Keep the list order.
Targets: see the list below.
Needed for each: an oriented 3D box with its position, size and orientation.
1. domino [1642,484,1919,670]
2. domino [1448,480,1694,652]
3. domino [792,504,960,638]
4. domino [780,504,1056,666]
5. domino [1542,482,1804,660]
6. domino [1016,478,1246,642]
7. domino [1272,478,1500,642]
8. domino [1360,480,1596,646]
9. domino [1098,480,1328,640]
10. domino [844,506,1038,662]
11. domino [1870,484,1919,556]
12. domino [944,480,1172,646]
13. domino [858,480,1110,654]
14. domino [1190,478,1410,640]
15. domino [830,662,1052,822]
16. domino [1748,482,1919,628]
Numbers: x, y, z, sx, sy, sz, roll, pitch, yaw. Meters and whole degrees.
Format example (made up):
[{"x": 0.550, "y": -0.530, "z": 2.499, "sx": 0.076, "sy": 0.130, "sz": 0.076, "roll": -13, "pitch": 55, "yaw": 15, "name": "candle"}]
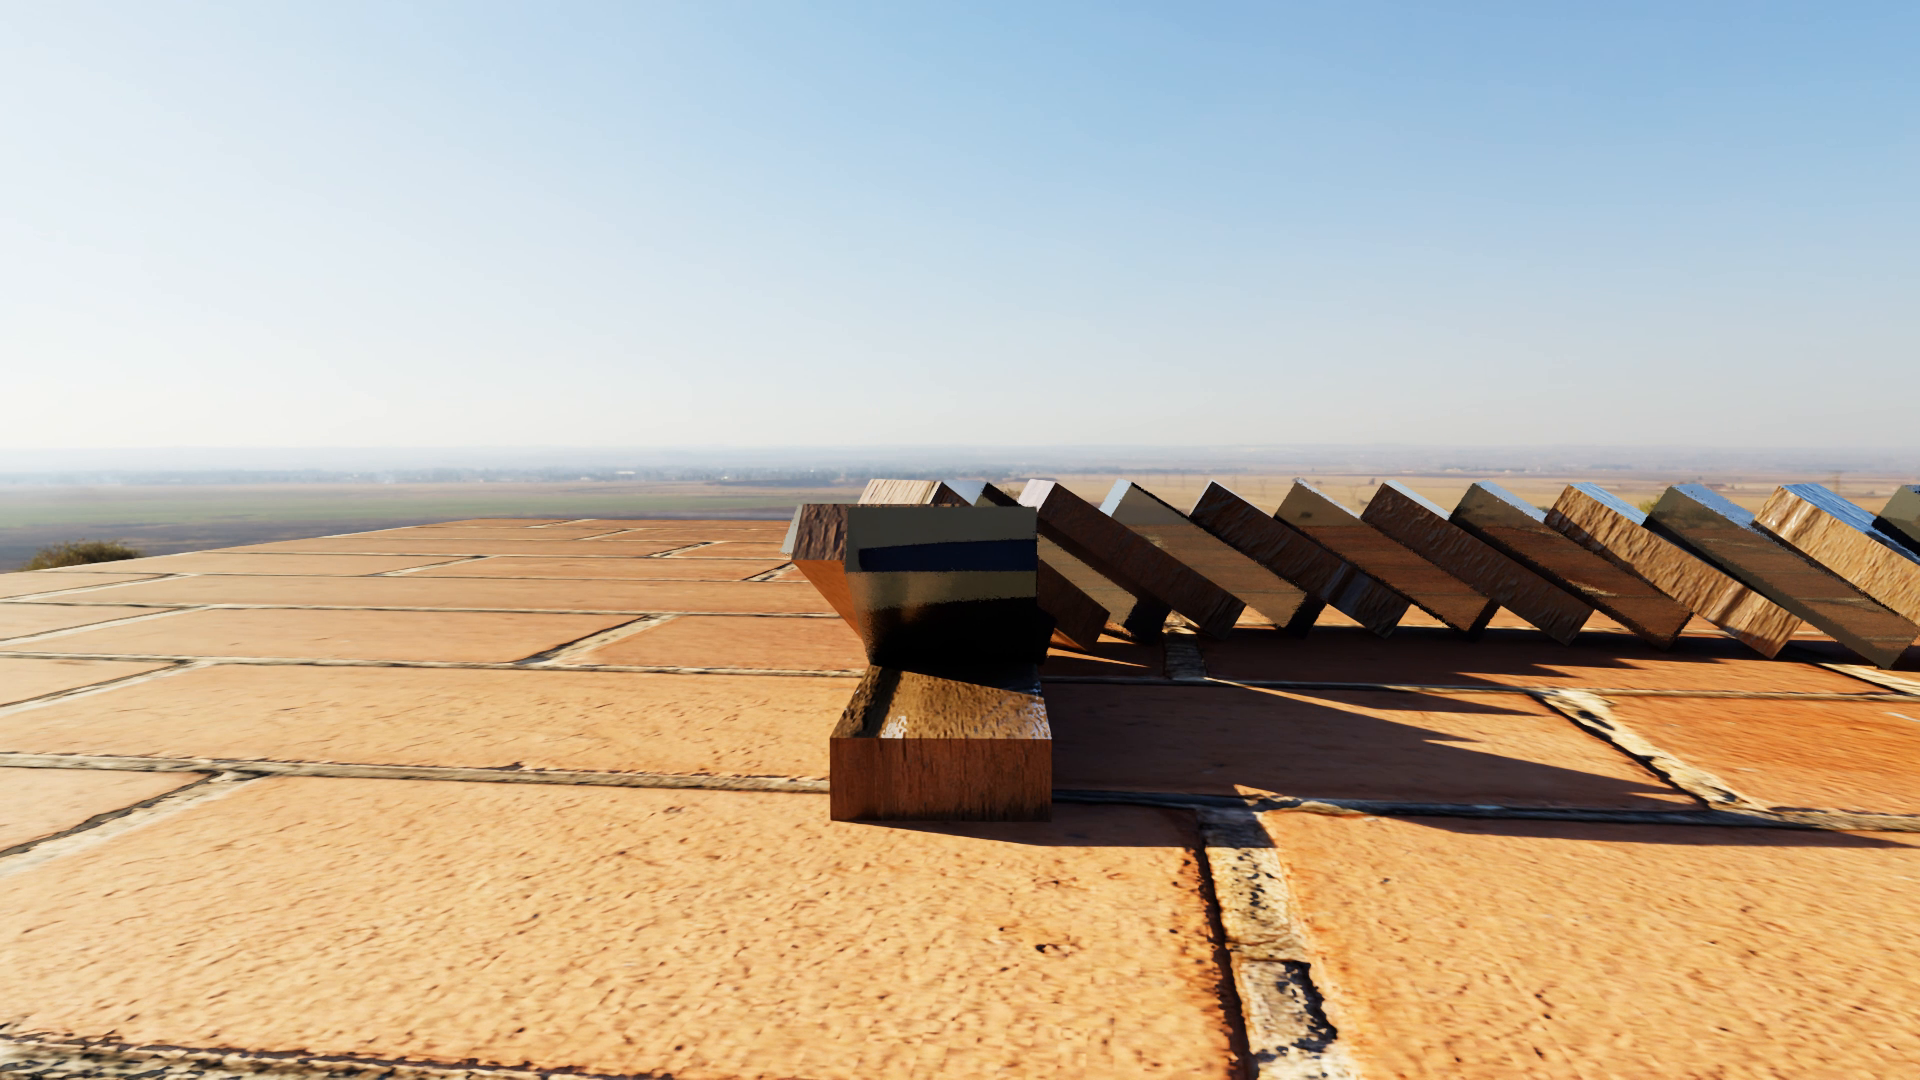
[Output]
[{"x": 0.168, "y": 0.006, "z": 0.262, "sx": 0.025, "sy": 0.010, "sz": 0.050, "roll": -5, "pitch": 37, "yaw": -48, "name": "domino"}, {"x": 0.134, "y": 0.004, "z": 0.281, "sx": 0.050, "sy": 0.010, "sz": 0.025, "roll": 37, "pitch": 20, "yaw": 23, "name": "domino"}, {"x": -0.006, "y": 0.010, "z": 0.212, "sx": 0.025, "sy": 0.010, "sz": 0.050, "roll": 1, "pitch": -26, "yaw": 18, "name": "domino"}, {"x": -0.007, "y": 0.009, "z": 0.239, "sx": 0.025, "sy": 0.009, "sz": 0.050, "roll": 4, "pitch": -22, "yaw": 41, "name": "domino"}, {"x": 0.152, "y": 0.005, "z": 0.272, "sx": 0.050, "sy": 0.010, "sz": 0.025, "roll": 38, "pitch": 24, "yaw": 28, "name": "domino"}, {"x": 0.036, "y": 0.004, "z": 0.284, "sx": 0.050, "sy": 0.009, "sz": 0.025, "roll": 32, "pitch": -1, "yaw": -10, "name": "domino"}, {"x": 0.096, "y": 0.004, "z": 0.291, "sx": 0.050, "sy": 0.010, "sz": 0.025, "roll": 33, "pitch": 12, "yaw": 11, "name": "domino"}, {"x": 0.115, "y": 0.004, "z": 0.287, "sx": 0.050, "sy": 0.010, "sz": 0.025, "roll": 35, "pitch": 16, "yaw": 18, "name": "domino"}, {"x": 0.056, "y": 0.004, "z": 0.290, "sx": 0.050, "sy": 0.010, "sz": 0.025, "roll": 32, "pitch": 4, "yaw": -2, "name": "domino"}, {"x": -0.001, "y": 0.011, "z": 0.190, "sx": 0.025, "sy": 0.009, "sz": 0.050, "roll": 0, "pitch": -27, "yaw": 2, "name": "domino"}, {"x": 0.200, "y": 0.007, "z": 0.237, "sx": 0.025, "sy": 0.009, "sz": 0.050, "roll": -2, "pitch": 36, "yaw": -30, "name": "domino"}, {"x": 0.018, "y": 0.005, "z": 0.274, "sx": 0.050, "sy": 0.009, "sz": 0.025, "roll": 33, "pitch": -8, "yaw": -19, "name": "domino"}, {"x": 0.004, "y": 0.005, "z": 0.258, "sx": 0.050, "sy": 0.009, "sz": 0.025, "roll": 37, "pitch": -18, "yaw": -31, "name": "domino"}, {"x": 0.076, "y": 0.003, "z": 0.293, "sx": 0.050, "sy": 0.009, "sz": 0.025, "roll": 33, "pitch": 9, "yaw": 7, "name": "domino"}, {"x": -0.002, "y": 0.025, "z": 0.169, "sx": 0.025, "sy": 0.010, "sz": 0.050, "roll": 0, "pitch": 4, "yaw": 1, "name": "domino"}, {"x": 0.184, "y": 0.007, "z": 0.250, "sx": 0.025, "sy": 0.010, "sz": 0.050, "roll": -4, "pitch": 37, "yaw": -42, "name": "domino"}]
